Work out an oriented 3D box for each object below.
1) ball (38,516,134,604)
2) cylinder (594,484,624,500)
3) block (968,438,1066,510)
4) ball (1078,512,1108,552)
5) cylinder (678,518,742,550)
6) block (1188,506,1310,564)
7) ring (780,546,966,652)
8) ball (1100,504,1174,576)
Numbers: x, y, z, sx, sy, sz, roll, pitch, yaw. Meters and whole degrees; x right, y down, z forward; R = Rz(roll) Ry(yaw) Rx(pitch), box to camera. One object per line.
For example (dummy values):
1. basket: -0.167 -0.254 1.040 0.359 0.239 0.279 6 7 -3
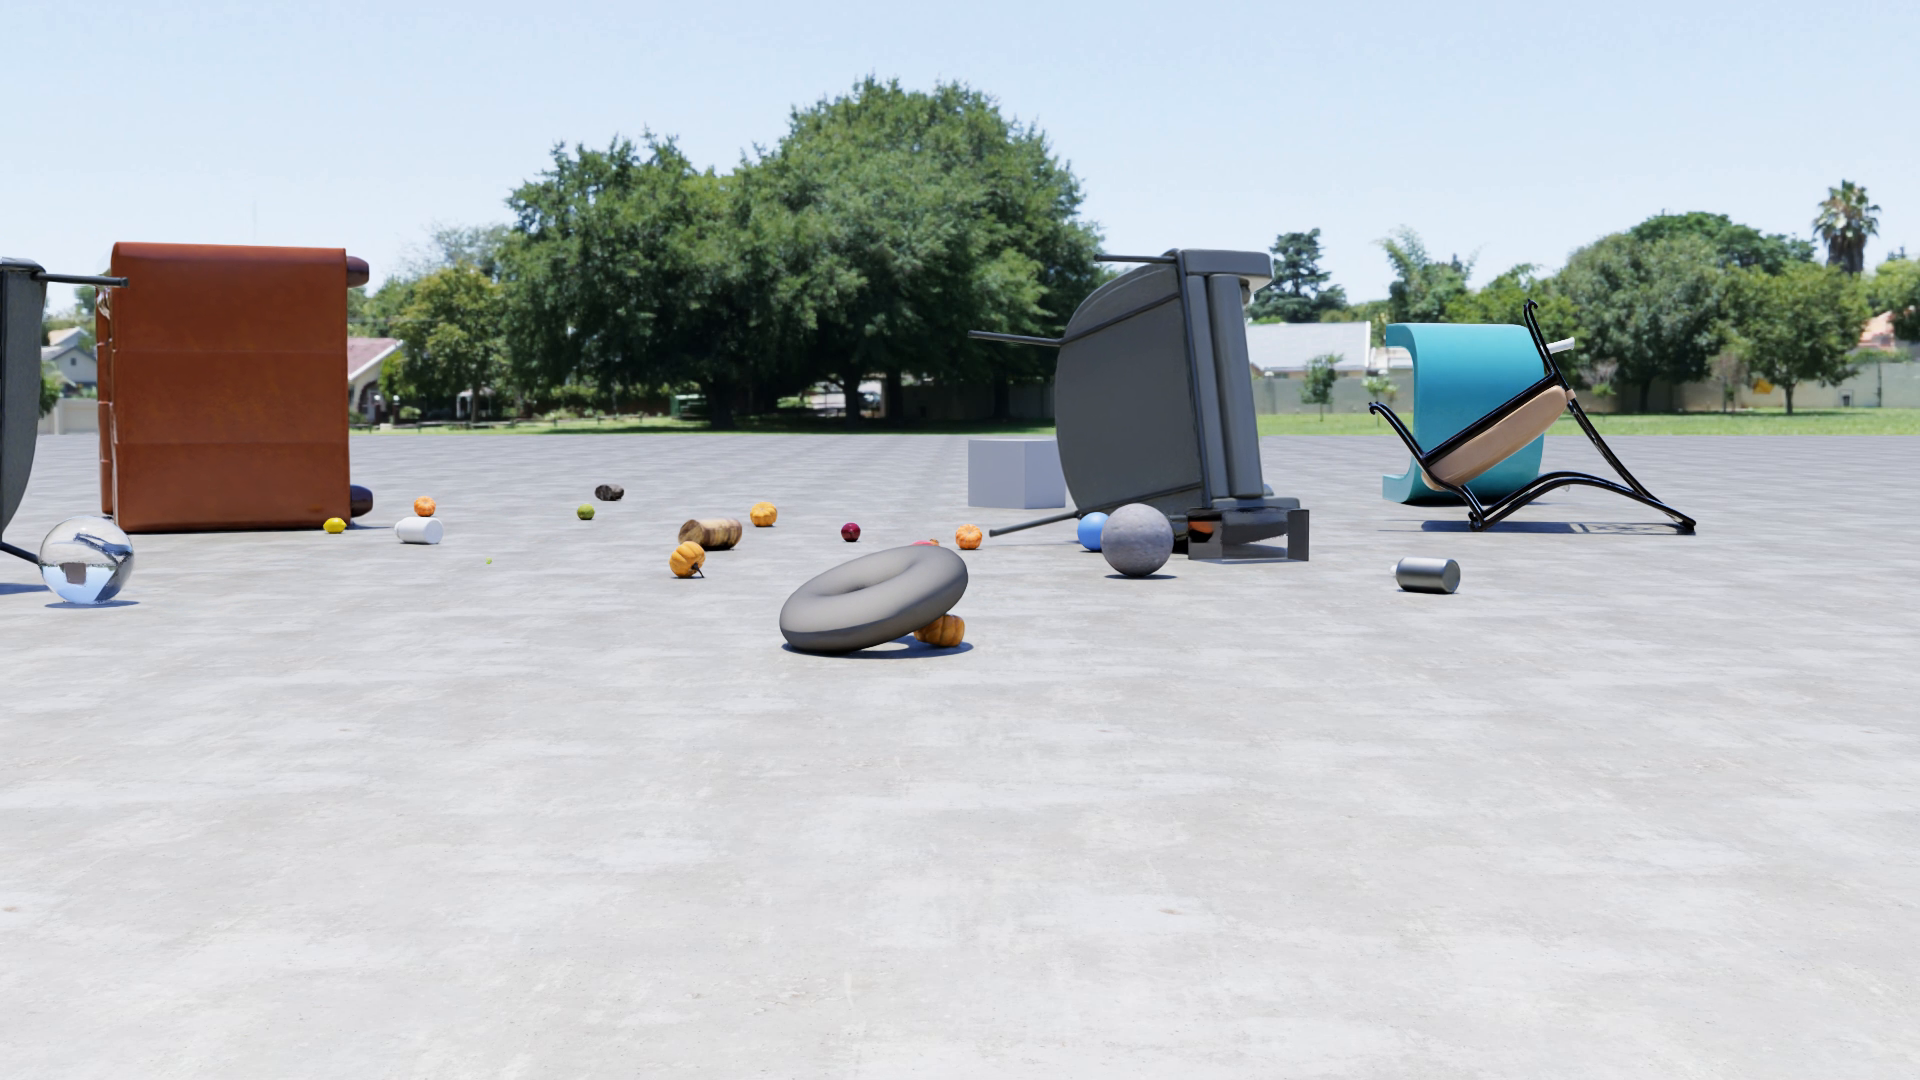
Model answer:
1. ball: -1.821 0.041 4.586 0.186 0.186 0.186 0 4 0
2. cylinder: -1.411 -0.190 8.855 0.116 0.062 0.061 -2 1 44
3. block: 0.216 -0.253 8.370 0.223 0.255 0.303 -4 5 -44
4. ball: 0.378 -0.022 6.076 0.109 0.109 0.109 0 4 0
5. cylinder: -0.698 -0.016 6.152 0.137 0.081 0.120 -3 -14 -41
6. block: 0.755 -0.014 5.756 0.262 0.136 0.174 -2 4 -24
7. ring: -0.151 0.101 3.836 0.343 0.097 0.381 -19 12 -4
8. ball: 0.423 0.000 5.257 0.176 0.176 0.176 0 4 0
